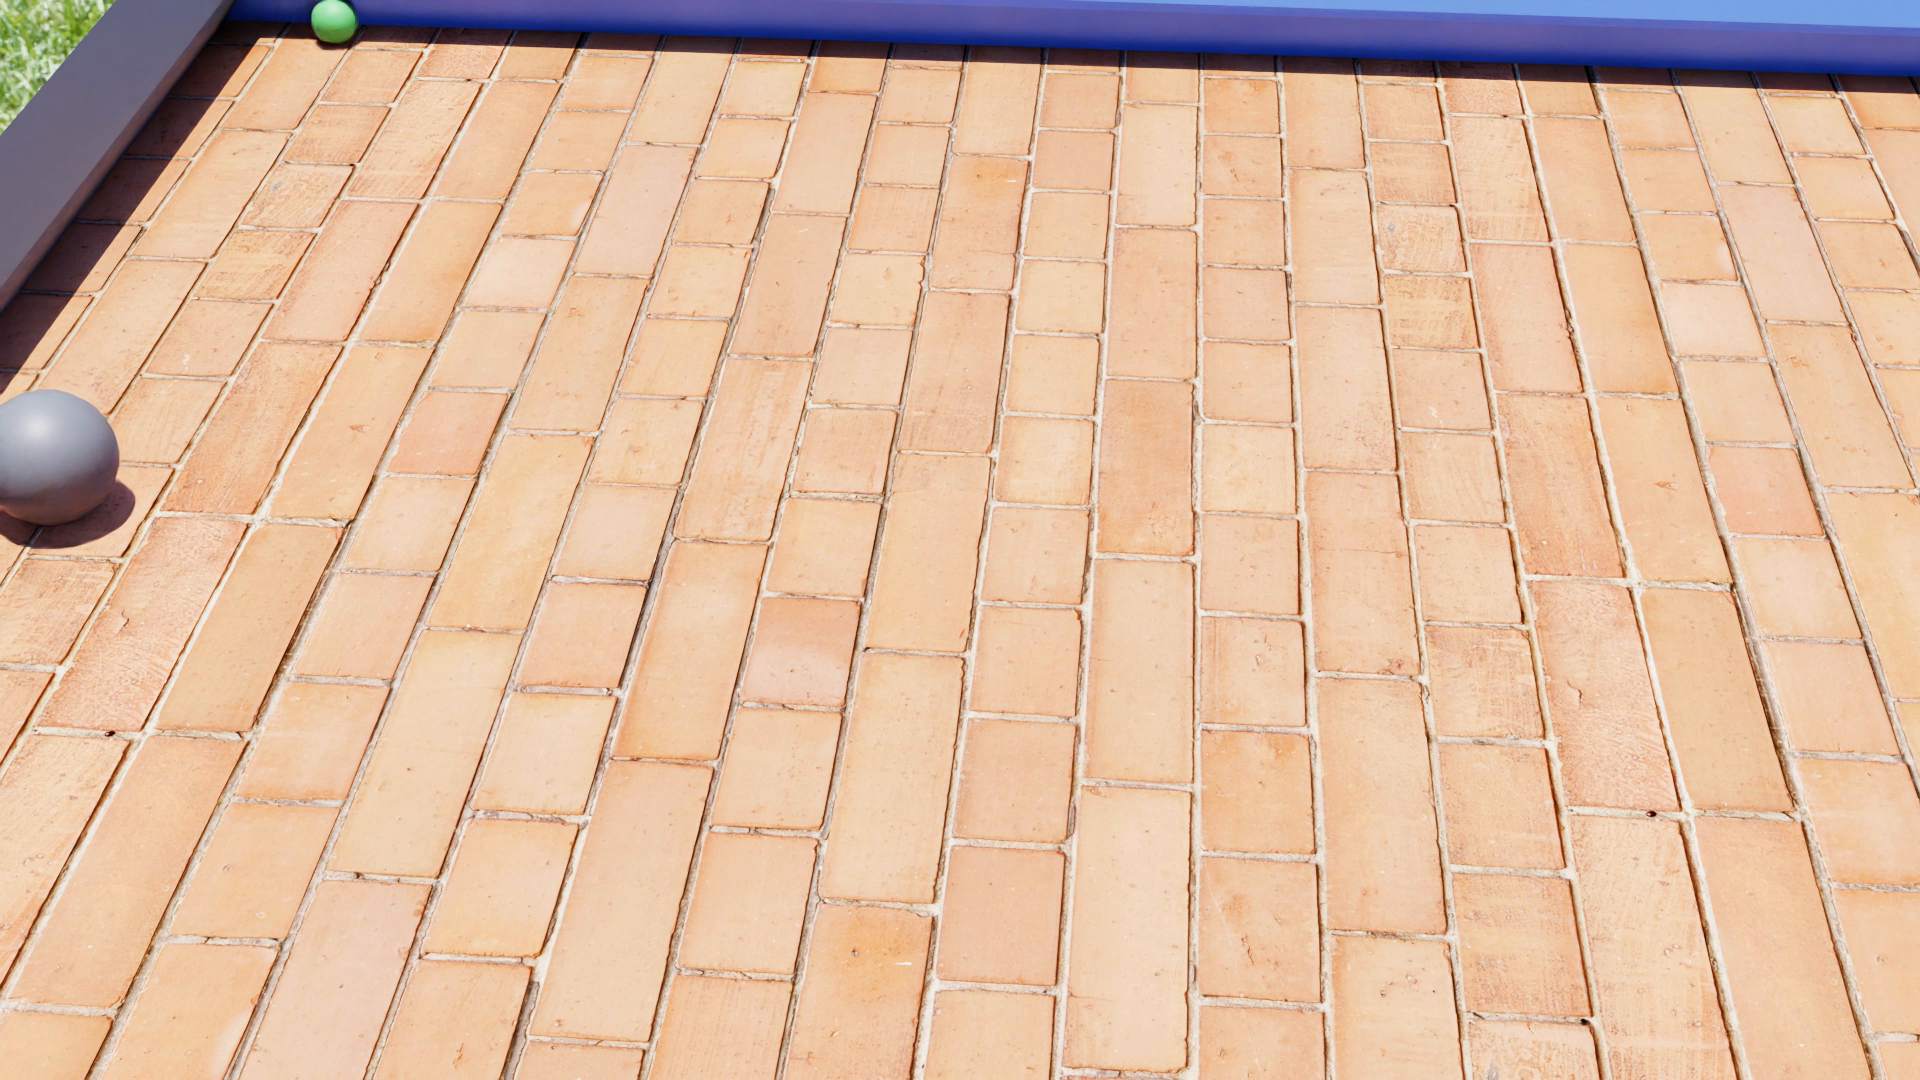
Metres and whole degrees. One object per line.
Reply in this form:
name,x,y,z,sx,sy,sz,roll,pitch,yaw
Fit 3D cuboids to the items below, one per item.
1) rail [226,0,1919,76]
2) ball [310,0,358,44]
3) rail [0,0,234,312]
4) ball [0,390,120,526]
rail,0.893,-0.496,2.456,3.303,0.128,0.045,3,35,4
ball,-0.625,-0.518,2.561,0.045,0.045,0.045,0,35,0
rail,-0.799,-0.064,1.845,0.045,0.128,1.808,3,35,4
ball,-0.664,-0.060,1.868,0.099,0.099,0.099,0,35,0
